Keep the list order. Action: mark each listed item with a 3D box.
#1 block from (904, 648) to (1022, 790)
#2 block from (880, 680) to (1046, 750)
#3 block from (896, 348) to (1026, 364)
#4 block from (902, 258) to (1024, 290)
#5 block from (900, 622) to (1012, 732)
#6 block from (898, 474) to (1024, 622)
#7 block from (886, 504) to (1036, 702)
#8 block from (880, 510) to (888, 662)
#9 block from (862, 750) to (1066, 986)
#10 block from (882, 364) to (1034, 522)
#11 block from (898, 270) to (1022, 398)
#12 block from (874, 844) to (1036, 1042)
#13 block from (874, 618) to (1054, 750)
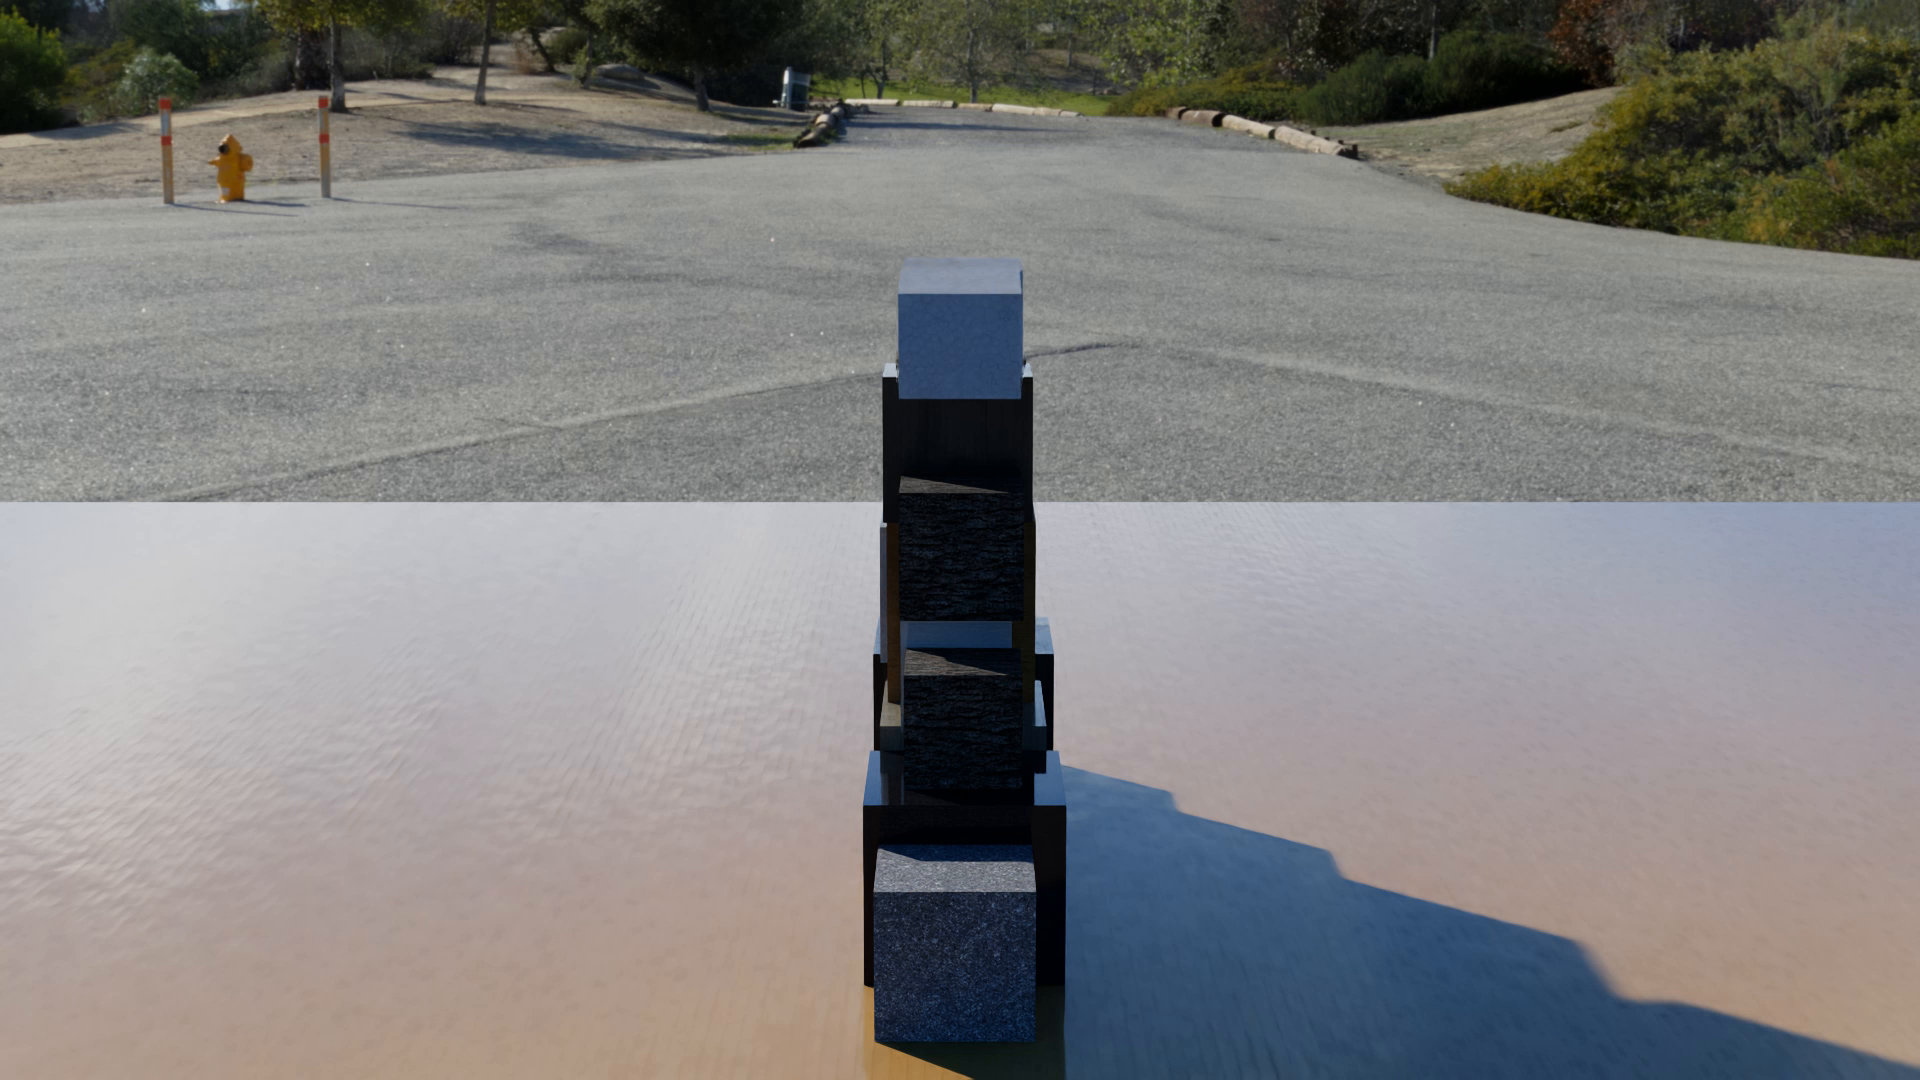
[{"bbox_3d":[0.012,0.712,10.297,0.465,0.460,0.479,0,10,0],"label":"block"},{"bbox_3d":[0.013,1.110,11.143,0.694,0.830,0.815,0,10,0],"label":"block"},{"bbox_3d":[0.003,-0.529,11.626,0.575,0.636,0.547,0,10,0],"label":"block"},{"bbox_3d":[0.011,-0.970,11.061,0.508,0.443,0.488,0,12,0],"label":"block"},{"bbox_3d":[-0.016,0.511,10.771,0.456,0.481,0.506,0,10,0],"label":"block"},{"bbox_3d":[0.006,0.025,10.628,0.504,0.527,0.509,0,10,0],"label":"block"},{"bbox_3d":[0.006,0.242,11.375,0.636,0.794,0.754,0,10,0],"label":"block"},{"bbox_3d":[-0.019,0.191,12.114,0.696,0.634,0.703,0,10,0],"label":"block"},{"bbox_3d":[0.018,1.307,10.343,0.785,0.728,0.809,0,10,0],"label":"block"},{"bbox_3d":[-0.009,-0.426,11.088,0.634,0.621,0.529,0,10,0],"label":"block"},{"bbox_3d":[0.000,-0.852,10.583,0.498,0.437,0.431,0,19,0],"label":"block"},{"bbox_3d":[-0.019,1.509,9.662,0.592,0.574,0.584,0,10,0],"label":"block"},{"bbox_3d":[0.016,0.867,12.483,0.847,0.828,0.820,0,10,0],"label":"block"}]
